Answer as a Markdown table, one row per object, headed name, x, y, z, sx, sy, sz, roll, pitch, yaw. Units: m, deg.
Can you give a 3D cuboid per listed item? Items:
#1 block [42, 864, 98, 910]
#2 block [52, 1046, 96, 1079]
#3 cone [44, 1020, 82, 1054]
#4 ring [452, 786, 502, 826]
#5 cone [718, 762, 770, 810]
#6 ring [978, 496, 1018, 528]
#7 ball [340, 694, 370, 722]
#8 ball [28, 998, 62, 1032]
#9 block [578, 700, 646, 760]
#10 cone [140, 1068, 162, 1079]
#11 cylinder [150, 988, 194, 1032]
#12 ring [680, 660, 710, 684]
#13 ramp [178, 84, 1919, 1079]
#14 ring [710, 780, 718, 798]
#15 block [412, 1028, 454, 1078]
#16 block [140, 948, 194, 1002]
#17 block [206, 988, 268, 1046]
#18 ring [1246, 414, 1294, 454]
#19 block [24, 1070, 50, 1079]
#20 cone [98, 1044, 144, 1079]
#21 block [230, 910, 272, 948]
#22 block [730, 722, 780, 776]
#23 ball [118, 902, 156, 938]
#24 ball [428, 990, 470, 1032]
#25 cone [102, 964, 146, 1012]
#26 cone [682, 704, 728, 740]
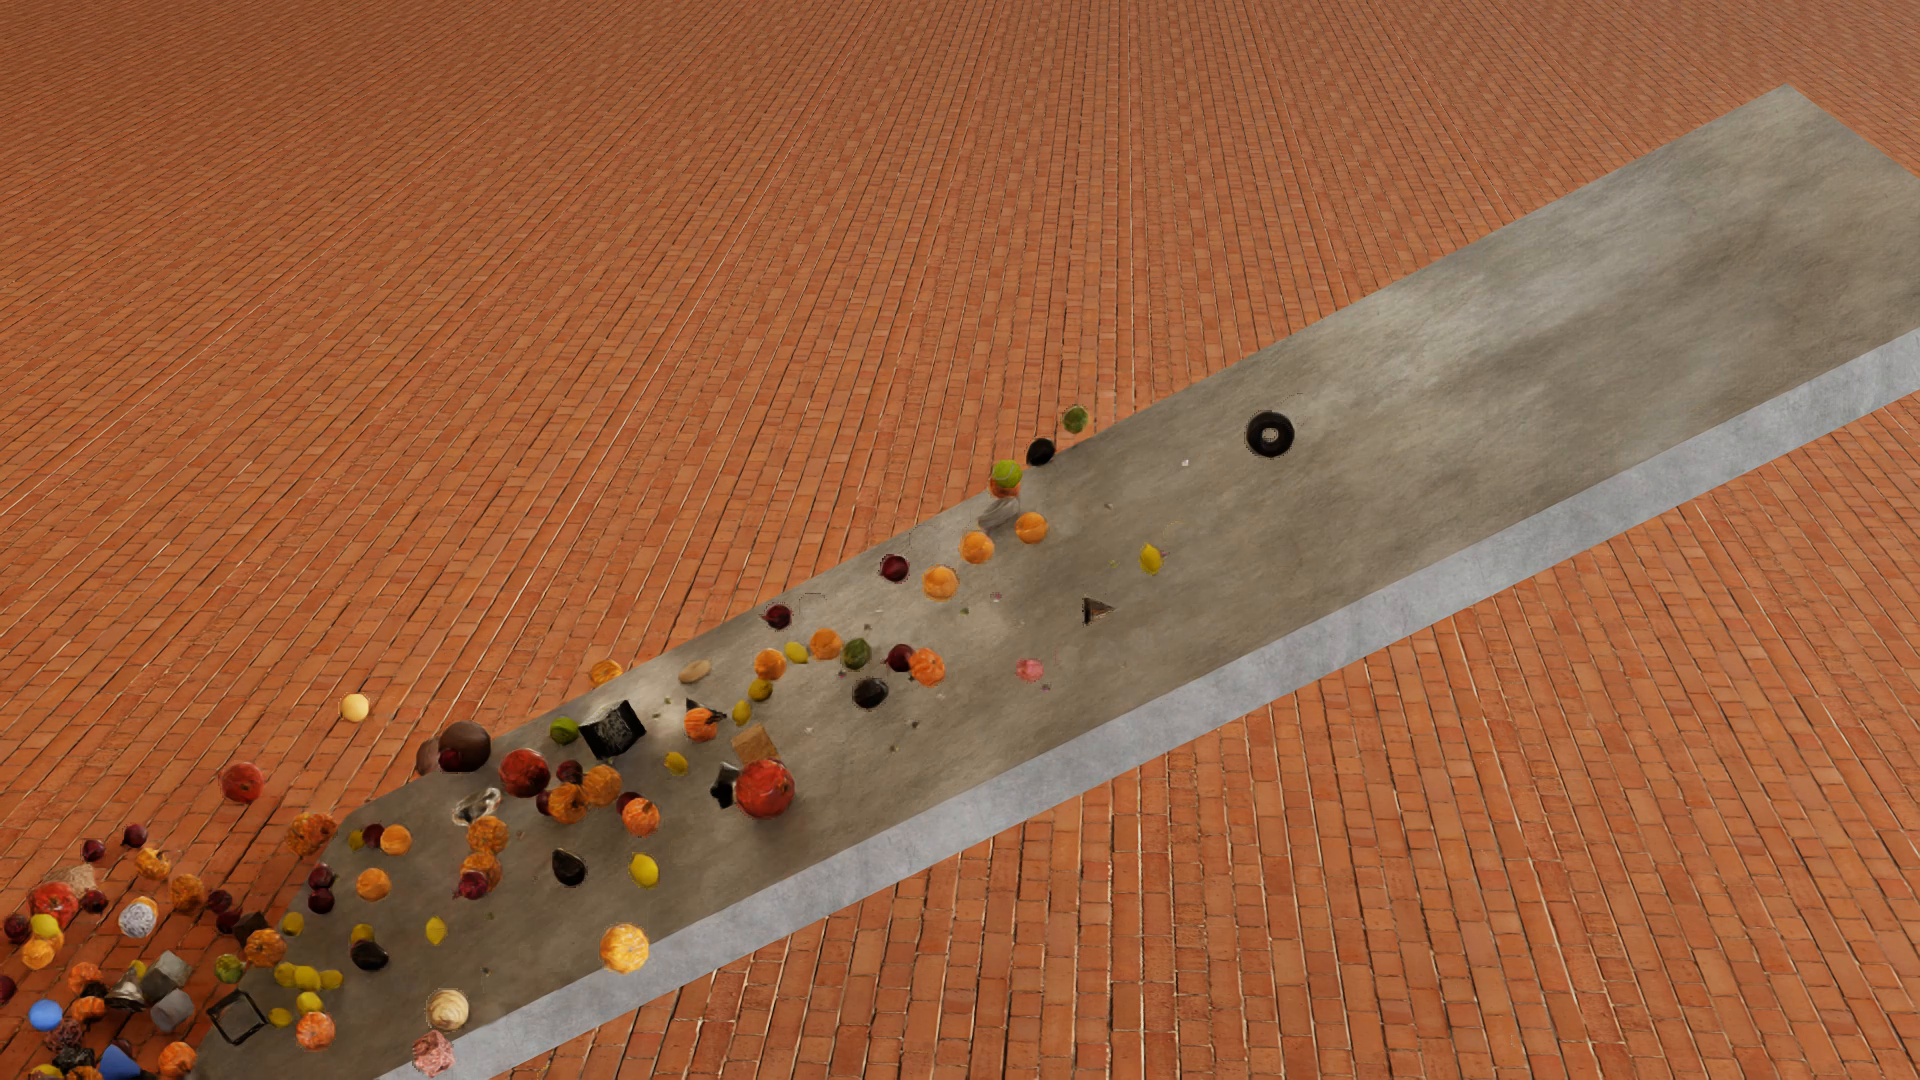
| name | x | y | z | sx | sy | sz | roll | pitch | yaw |
| --- | --- | --- | --- | --- | --- | --- | --- | --- | --- |
| block | -2.185 | 0.851 | 7.222 | 0.085 | 0.085 | 0.085 | -18 | -8 | 21 |
| block | -1.925 | 1.149 | 6.395 | 0.065 | 0.065 | 0.065 | 3 | 18 | 6 |
| cone | -1.967 | 1.082 | 6.501 | 0.087 | 0.087 | 0.087 | 24 | 41 | -23 |
| ring | -1.136 | 0.626 | 6.914 | 0.130 | 0.043 | 0.130 | -27 | 15 | 8 |
| cone | -0.432 | 0.499 | 5.962 | 0.098 | 0.098 | 0.098 | 1 | 18 | 8 |
| ring | 0.089 | -0.064 | 6.911 | 0.110 | 0.037 | 0.110 | -29 | 15 | 8 |
| ball | -1.741 | 0.482 | 8.466 | 0.081 | 0.081 | 0.081 | 0 | 18 | 0 |
| ball | -1.997 | 1.037 | 6.423 | 0.071 | 0.071 | 0.071 | 0 | 18 | 0 |
| block | -0.805 | 0.439 | 6.809 | 0.092 | 0.092 | 0.092 | -16 | 19 | 43 |
| cone | -1.676 | 1.134 | 6.102 | 0.095 | 0.095 | 0.095 | -28 | 14 | 8 |
| cylinder | -1.777 | 1.062 | 6.636 | 0.070 | 0.070 | 0.070 | 11 | 32 | 30 |
| ring | -0.634 | 0.315 | 7.037 | 0.084 | 0.028 | 0.084 | -27 | 15 | 8 |
| ramp | 0.141 | 0.167 | 6.282 | 4.000 | 0.100 | 2.000 | -27 | 14 | 11 |
| ring | -0.481 | 0.505 | 6.072 | 0.081 | 0.027 | 0.081 | -27 | 15 | 8 |
| block | -0.985 | 0.960 | 5.497 | 0.054 | 0.054 | 0.054 | -31 | 35 | 3 |
| block | -1.824 | 1.005 | 6.748 | 0.078 | 0.078 | 0.078 | 40 | 23 | -12 |
| block | -1.542 | 1.018 | 6.270 | 0.082 | 0.082 | 0.082 | -36 | 15 | -24 |
| ring | 0.653 | -0.222 | 6.189 | 0.101 | 0.101 | 0.034 | 5 | 42 | 16 |
| block | -1.969 | 1.165 | 6.265 | 0.050 | 0.050 | 0.050 | -39 | -7 | -4 |
| cone | -1.802 | 1.148 | 6.373 | 0.096 | 0.096 | 0.096 | 11 | 19 | 4 |
| block | -1.670 | 0.917 | 6.928 | 0.057 | 0.057 | 0.057 | -17 | 19 | 42 |
| block | -0.426 | 0.435 | 6.116 | 0.072 | 0.072 | 0.072 | -31 | 14 | -4 |
| ball | -1.917 | 0.886 | 6.851 | 0.083 | 0.083 | 0.083 | 0 | 18 | 0 |
| ball | -0.971 | 0.893 | 5.583 | 0.079 | 0.079 | 0.079 | 0 | 18 | 0 |
| cone | -1.886 | 1.007 | 6.675 | 0.099 | 0.099 | 0.099 | 5 | 63 | 3 |
| cone | -0.564 | 0.396 | 6.585 | 0.092 | 0.092 | 0.092 | -18 | 21 | -7 |
